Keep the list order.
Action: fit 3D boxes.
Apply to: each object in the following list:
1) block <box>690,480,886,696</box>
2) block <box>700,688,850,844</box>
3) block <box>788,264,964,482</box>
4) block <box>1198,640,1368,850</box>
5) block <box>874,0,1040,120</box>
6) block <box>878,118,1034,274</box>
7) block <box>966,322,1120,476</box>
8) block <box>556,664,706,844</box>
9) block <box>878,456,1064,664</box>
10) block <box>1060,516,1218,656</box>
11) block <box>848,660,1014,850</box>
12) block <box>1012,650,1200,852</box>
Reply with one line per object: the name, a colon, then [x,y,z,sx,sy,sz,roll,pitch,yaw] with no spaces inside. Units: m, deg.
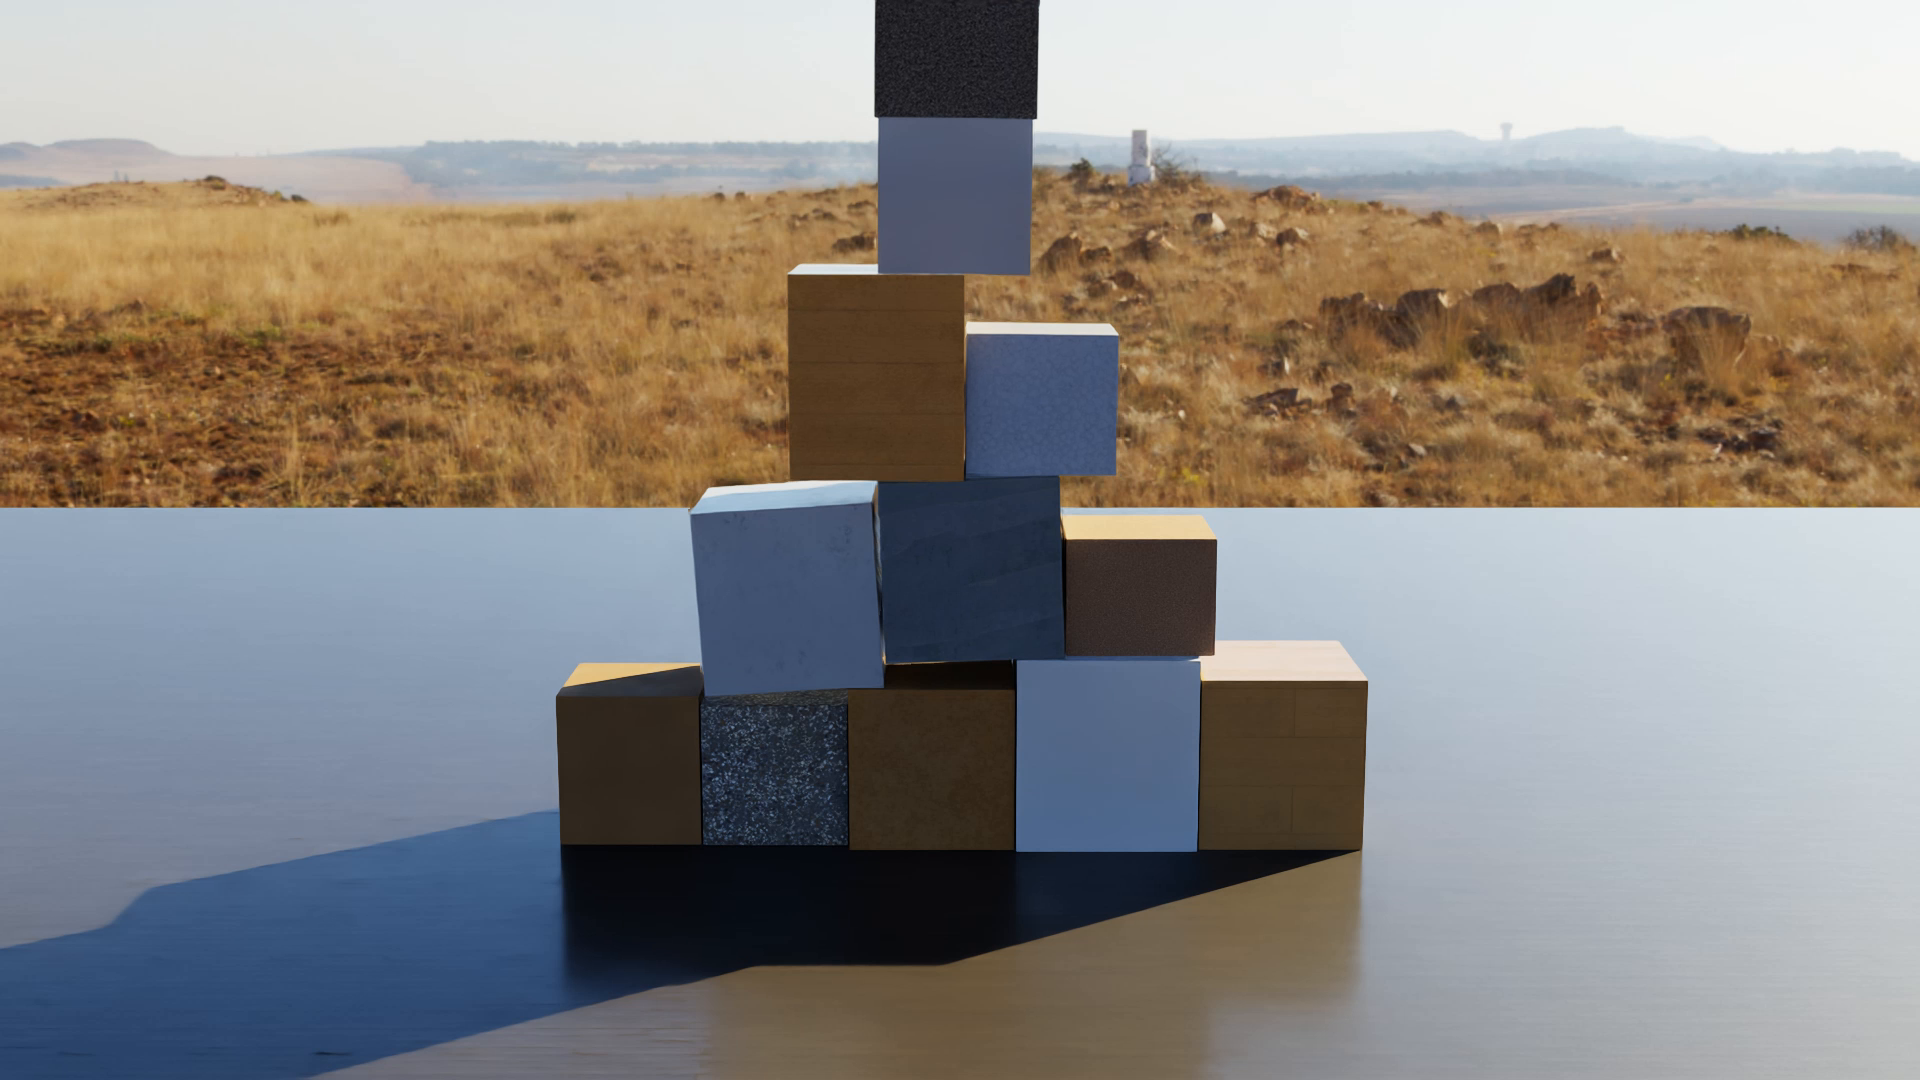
block: [-0.849,0.224,11.231,0.889,0.921,0.820,-3,10,1]
block: [-0.930,1.118,11.391,0.731,0.724,0.724,0,10,0]
block: [-0.404,-0.855,11.024,0.846,0.999,0.849,0,10,0]
block: [1.607,1.045,11.377,0.823,0.873,0.874,0,10,0]
block: [-0.016,-2.433,10.726,0.776,0.743,0.680,1,10,0]
block: [-0.025,-1.704,10.850,0.734,0.736,0.732,1,10,0]
block: [0.399,-0.718,11.041,0.736,0.689,0.676,1,10,0]
block: [-1.662,1.095,11.394,0.713,0.768,0.716,0,10,0]
block: [0.059,0.075,11.211,0.884,0.898,0.891,-2,10,0]
block: [0.897,0.223,11.217,0.739,0.589,0.702,0,10,0]
block: [-0.142,1.071,11.362,0.825,0.827,0.841,0,10,0]
block: [0.733,0.993,11.367,0.905,0.980,0.934,0,10,0]
